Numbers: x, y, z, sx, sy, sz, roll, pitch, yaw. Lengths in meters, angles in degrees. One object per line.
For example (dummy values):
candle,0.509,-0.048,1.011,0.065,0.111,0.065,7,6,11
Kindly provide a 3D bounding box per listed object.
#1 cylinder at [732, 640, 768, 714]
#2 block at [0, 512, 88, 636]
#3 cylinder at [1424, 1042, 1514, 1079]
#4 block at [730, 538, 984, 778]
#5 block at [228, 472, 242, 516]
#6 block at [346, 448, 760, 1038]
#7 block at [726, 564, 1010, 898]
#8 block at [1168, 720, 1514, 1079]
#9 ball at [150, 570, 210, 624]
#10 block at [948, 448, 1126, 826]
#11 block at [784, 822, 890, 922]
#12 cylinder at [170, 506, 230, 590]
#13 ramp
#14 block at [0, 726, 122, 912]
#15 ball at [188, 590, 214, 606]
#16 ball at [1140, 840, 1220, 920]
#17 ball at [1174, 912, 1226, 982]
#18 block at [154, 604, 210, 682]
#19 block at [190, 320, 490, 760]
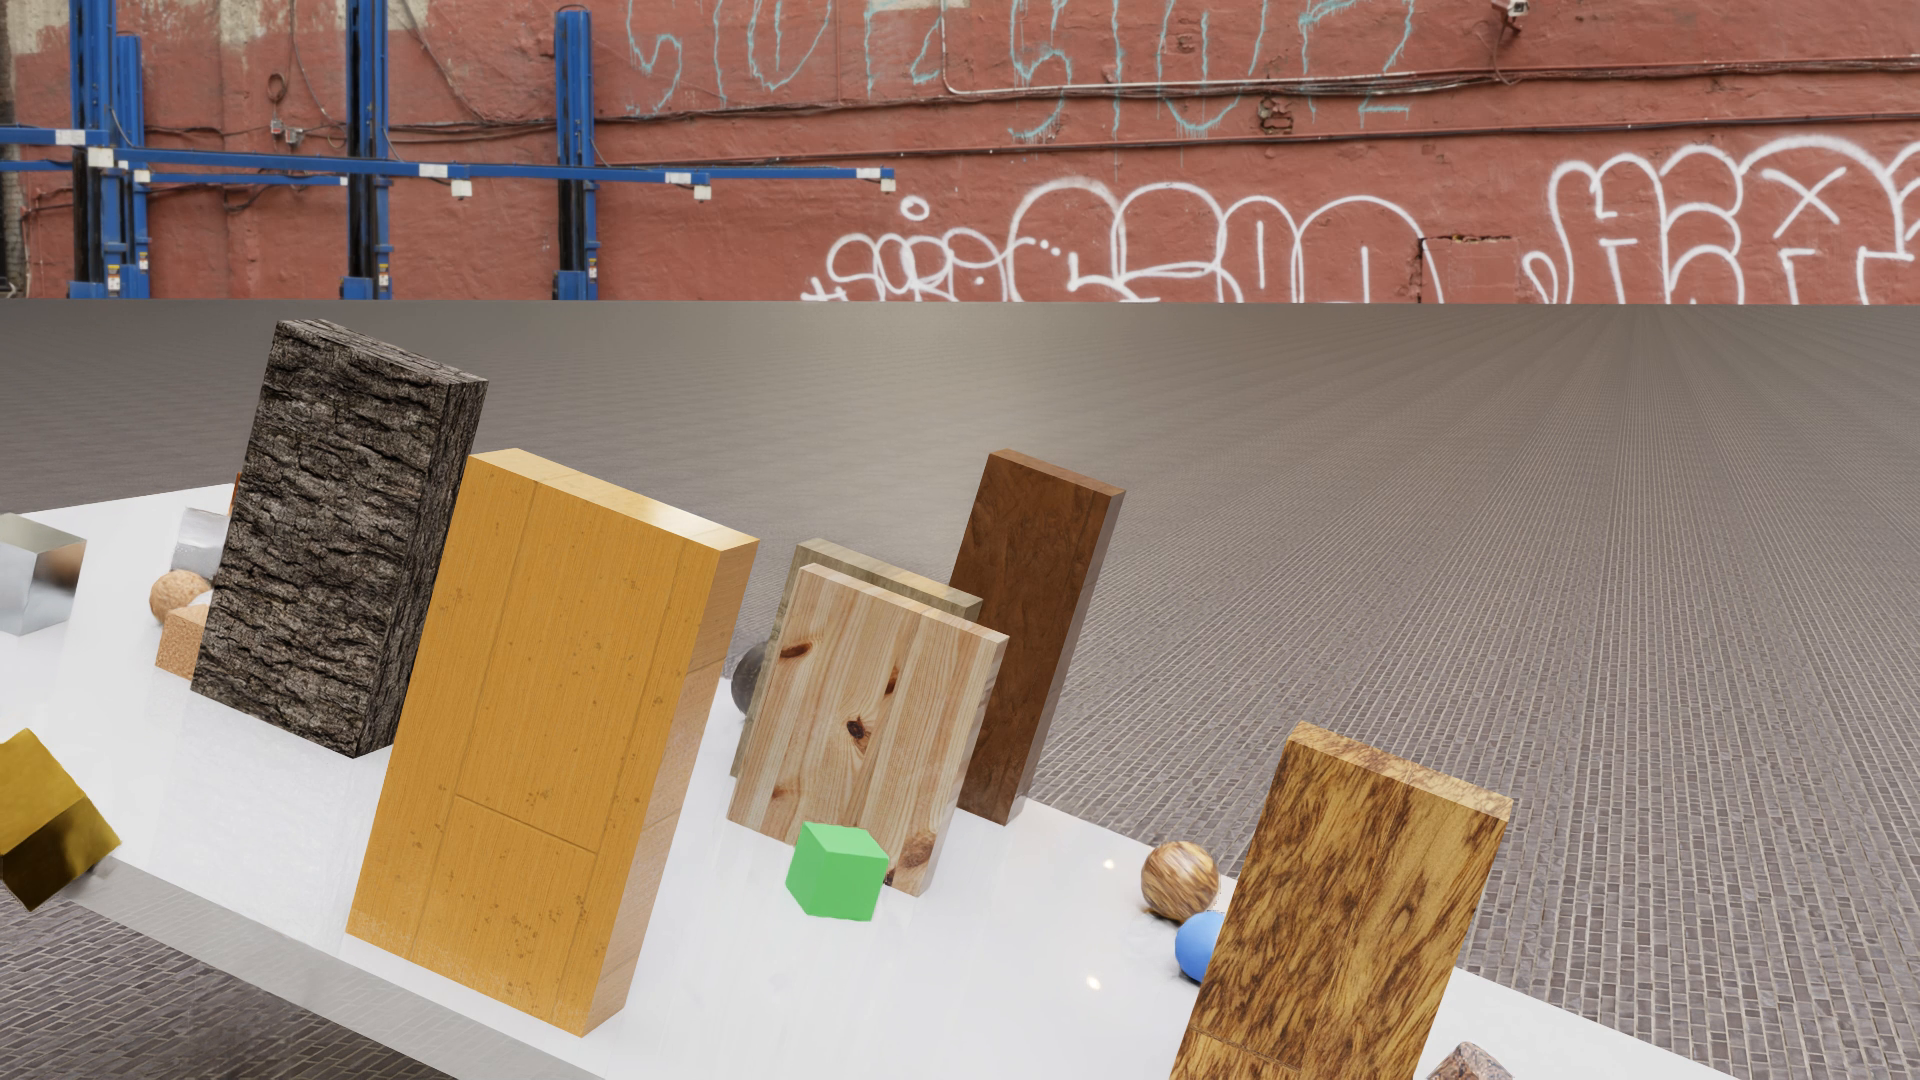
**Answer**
cylinder,-0.384,0.352,4.994,0.196,0.196,0.196,-5,24,-38
block,-1.844,0.066,4.290,0.171,0.171,0.171,19,12,7
cylinder,0.883,0.988,3.852,0.153,0.153,0.153,36,17,-12
block,-0.220,0.310,4.615,0.384,0.523,0.123,20,12,14
block,-1.610,-0.053,5.195,0.162,0.162,0.162,26,15,36
block,-0.632,0.306,3.378,0.426,0.791,0.147,20,12,14
block,-0.187,0.373,4.337,0.424,0.538,0.082,20,12,14
block,0.556,0.696,3.386,0.340,0.748,0.145,20,12,14
ball,-1.598,0.122,4.509,0.120,0.120,0.120,0,7,0
block,0.103,0.215,4.892,0.286,0.778,0.144,20,12,14
block,-0.231,0.622,4.126,0.131,0.131,0.131,11,13,-27
cylinder,-1.563,0.052,4.667,0.205,0.205,0.205,14,2,-19
ramp,-0.360,0.684,4.228,4.000,0.100,2.000,20,12,14
block,-1.438,0.431,3.398,0.167,0.167,0.167,-40,64,-22
ball,-1.502,0.163,4.445,0.125,0.125,0.125,0,7,0
ball,0.460,0.713,4.608,0.166,0.166,0.166,0,7,0
ball,0.491,0.800,4.315,0.140,0.140,0.140,0,7,0
block,-1.483,0.204,4.309,0.114,0.114,0.114,20,12,14
block,-1.178,-0.006,4.164,0.371,0.741,0.147,20,12,14
